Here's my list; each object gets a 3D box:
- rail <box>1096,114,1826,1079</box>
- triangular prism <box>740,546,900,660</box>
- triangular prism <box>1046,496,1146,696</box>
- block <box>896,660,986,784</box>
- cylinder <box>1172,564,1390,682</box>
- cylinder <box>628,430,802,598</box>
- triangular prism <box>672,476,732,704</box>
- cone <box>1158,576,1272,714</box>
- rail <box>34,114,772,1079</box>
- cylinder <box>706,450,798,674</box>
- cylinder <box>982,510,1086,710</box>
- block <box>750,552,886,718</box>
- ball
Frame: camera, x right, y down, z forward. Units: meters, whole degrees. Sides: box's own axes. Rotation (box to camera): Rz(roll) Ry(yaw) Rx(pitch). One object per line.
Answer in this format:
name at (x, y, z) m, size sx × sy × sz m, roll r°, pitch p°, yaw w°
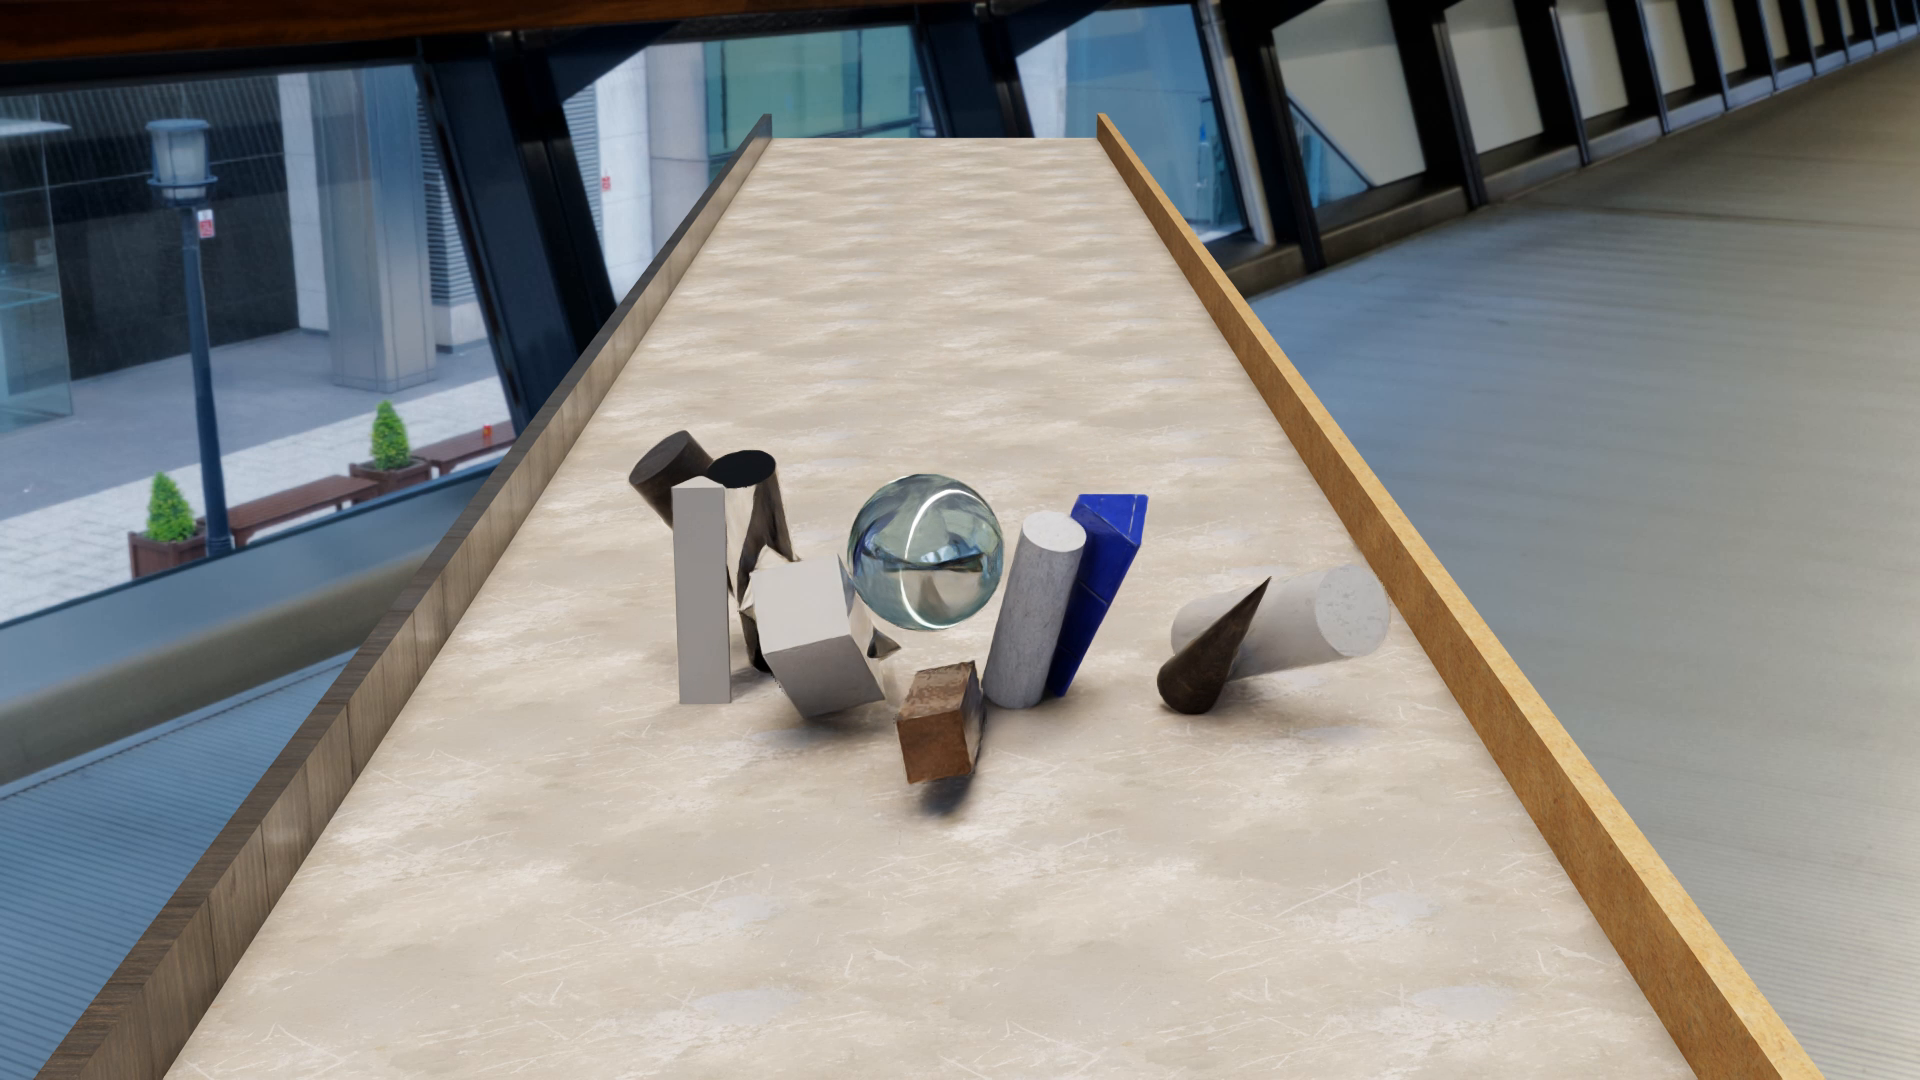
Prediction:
rail at (0.932, -0.844, 7.801) m, size 0.050 × 0.150 × 12.000 m, roll 0°, pitch 17°, yaw -1°
triangular prism at (-0.269, 0.126, 4.212) m, size 0.140 × 0.304 × 0.121 m, roll -32°, pitch 43°, yaw 23°
triangular prism at (0.243, 0.087, 4.143) m, size 0.146 × 0.418 × 0.126 m, roll 40°, pitch 43°, yaw 18°
block at (-0.029, 0.311, 3.831) m, size 0.106 × 0.106 × 0.455 m, roll -11°, pitch 6°, yaw 5°
cylinder at (0.590, 0.162, 4.103) m, size 0.169 × 0.169 × 0.441 m, roll -10°, pitch -4°, yaw -31°
cylinder at (-0.460, -0.002, 4.430) m, size 0.154 × 0.460 × 0.154 m, roll -32°, pitch 25°, yaw 17°
triangular prism at (-0.486, 0.095, 4.160) m, size 0.097 × 0.426 × 0.084 m, roll -1°, pitch 17°, yaw -3°
cone at (0.485, 0.168, 3.975) m, size 0.121 × 0.428 × 0.121 m, roll 8°, pitch 58°, yaw -13°
rail at (-1.118, -0.838, 7.780) m, size 0.050 × 0.150 × 12.000 m, roll 0°, pitch 17°, yaw -1°
cylinder at (-0.384, 0.045, 4.272) m, size 0.134 × 0.438 × 0.134 m, roll -6°, pitch 34°, yaw 4°
cylinder at (0.134, 0.133, 4.080) m, size 0.118 × 0.383 × 0.118 m, roll 9°, pitch 37°, yaw -7°
block at (-0.256, 0.178, 3.998) m, size 0.160 × 0.160 × 0.314 m, roll -13°, pitch -27°, yaw 4°
ball at (-0.062, 0.023, 4.014) m, size 0.290 × 0.290 × 0.290 m, roll 0°, pitch 17°, yaw 0°
